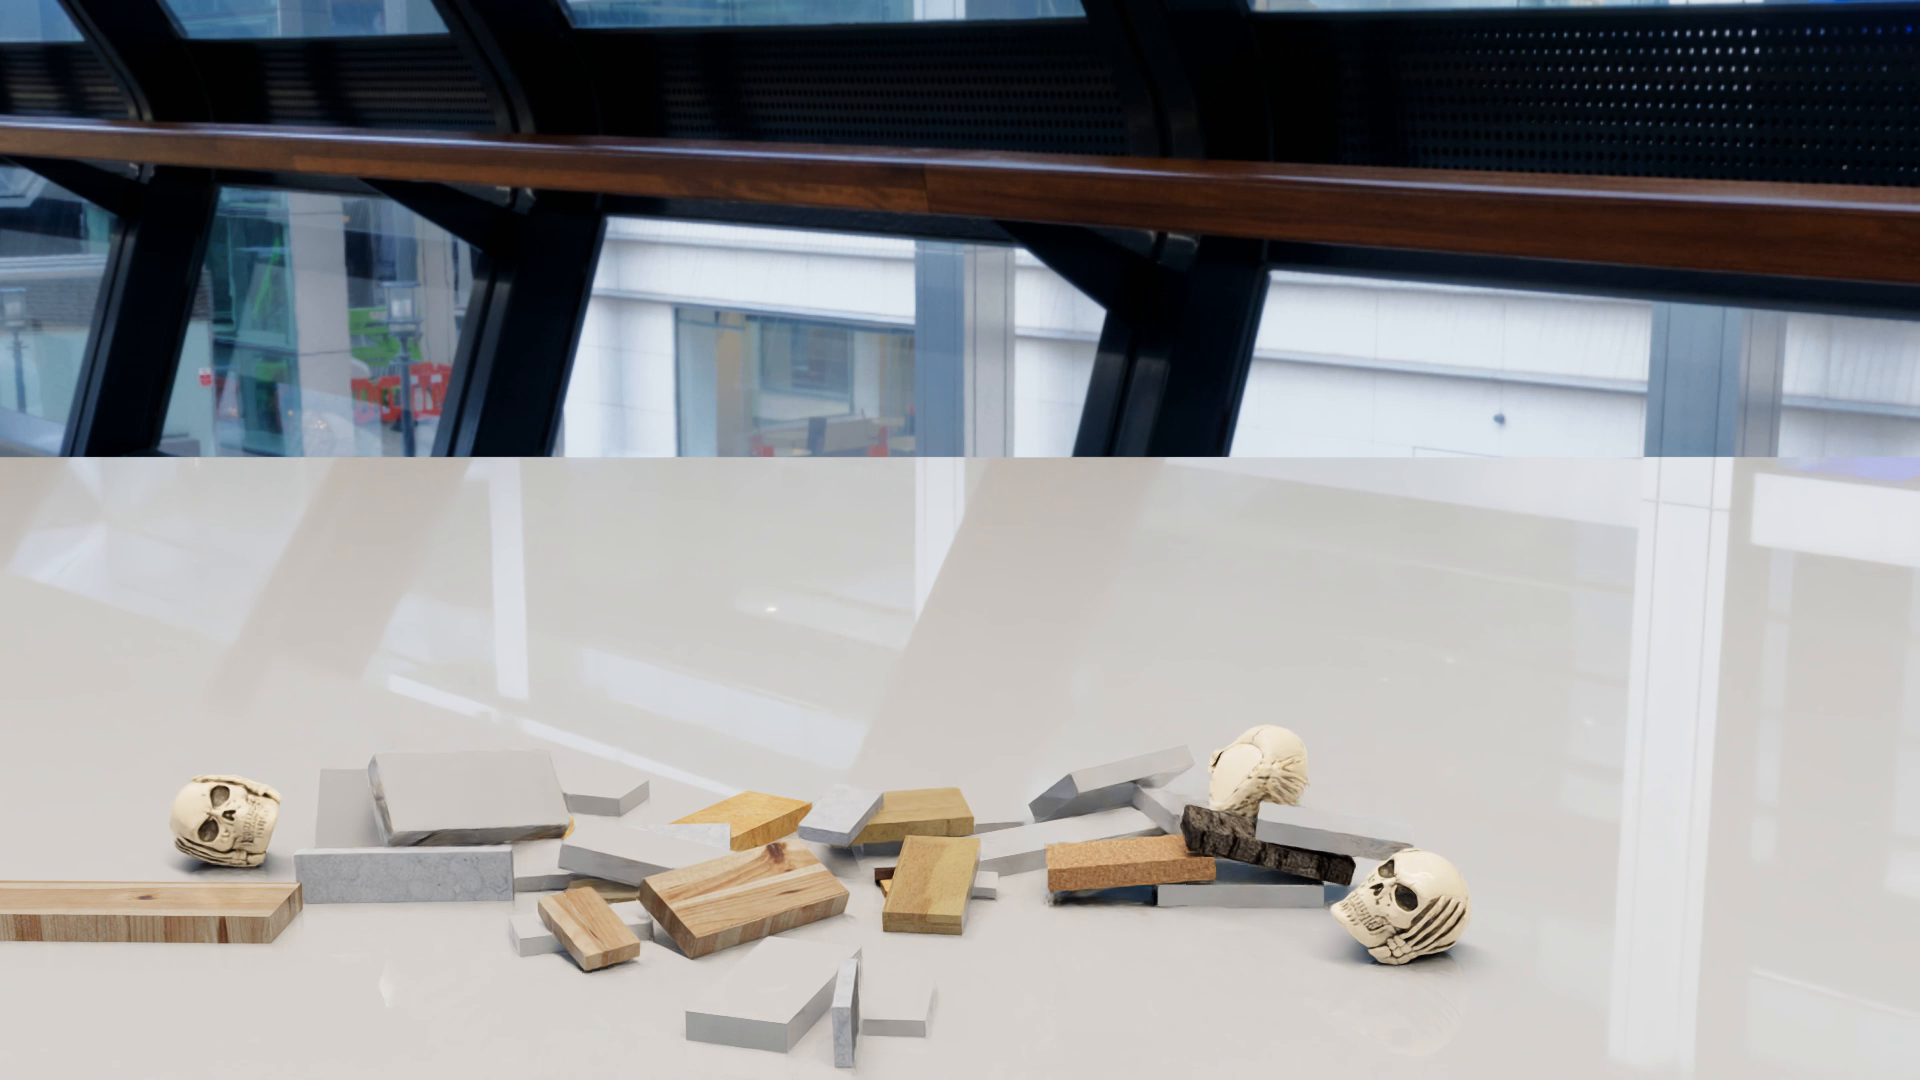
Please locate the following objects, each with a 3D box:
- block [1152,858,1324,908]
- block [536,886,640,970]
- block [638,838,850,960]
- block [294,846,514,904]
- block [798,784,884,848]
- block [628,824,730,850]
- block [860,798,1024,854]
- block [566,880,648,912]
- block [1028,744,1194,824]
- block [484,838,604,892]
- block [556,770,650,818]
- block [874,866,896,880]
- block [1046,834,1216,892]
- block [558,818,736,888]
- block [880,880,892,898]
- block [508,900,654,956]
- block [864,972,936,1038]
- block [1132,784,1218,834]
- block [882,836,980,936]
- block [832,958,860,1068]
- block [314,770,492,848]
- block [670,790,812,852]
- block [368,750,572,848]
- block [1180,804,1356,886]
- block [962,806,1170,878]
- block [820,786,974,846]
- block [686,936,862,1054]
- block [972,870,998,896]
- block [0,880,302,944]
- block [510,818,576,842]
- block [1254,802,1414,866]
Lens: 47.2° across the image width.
[{"bbox_3d":[0.460,0.571,3.666,0.273,0.039,0.136,0,11,1],"label":"block"},{"bbox_3d":[-0.576,0.599,3.403,0.091,0.026,0.182,-10,26,-32],"label":"block"},{"bbox_3d":[-0.342,0.568,3.512,0.304,0.043,0.152,-9,37,-42],"label":"block"},{"bbox_3d":[-0.915,0.552,3.628,0.351,0.088,0.025,0,14,-2],"label":"block"},{"bbox_3d":[-0.206,0.476,3.816,0.091,0.026,0.182,7,19,16],"label":"block"},{"bbox_3d":[-0.481,0.531,3.764,0.175,0.088,0.025,-1,-33,-4],"label":"block"},{"bbox_3d":[-0.042,0.514,3.968,0.291,0.041,0.145,-2,11,-11],"label":"block"},{"bbox_3d":[-0.556,0.586,3.621,0.182,0.026,0.091,0,11,-2],"label":"block"},{"bbox_3d":[0.283,0.453,4.077,0.291,0.041,0.145,-8,-24,-38],"label":"block"},{"bbox_3d":[-0.699,0.549,3.722,0.209,0.030,0.104,-3,28,-11],"label":"block"},{"bbox_3d":[-0.846,0.472,4.206,0.492,0.036,0.127,3,11,17],"label":"block"},{"bbox_3d":[-0.090,0.563,3.727,0.109,0.015,0.054,-3,-3,-3],"label":"block"},{"bbox_3d":[0.281,0.535,3.658,0.273,0.039,0.136,-5,9,2],"label":"block"},{"bbox_3d":[-0.499,0.537,3.659,0.304,0.043,0.152,12,10,5],"label":"block"},{"bbox_3d":[-0.075,0.581,3.675,0.109,0.015,0.054,-2,11,-12],"label":"block"},{"bbox_3d":[-0.598,0.612,3.469,0.209,0.030,0.104,-4,11,-20],"label":"block"},{"bbox_3d":[-0.086,0.669,3.174,0.088,0.025,0.176,1,11,4],"label":"block"},{"bbox_3d":[0.404,0.494,3.950,0.126,0.036,0.252,12,3,-11],"label":"block"},{"bbox_3d":[-0.044,0.562,3.598,0.127,0.036,0.254,1,21,7],"label":"block"},{"bbox_3d":[-0.158,0.657,3.064,0.025,0.088,0.176,-1,11,1],"label":"block"},{"bbox_3d":[-0.946,0.478,3.801,0.314,0.157,0.044,2,-27,-11],"label":"block"},{"bbox_3d":[-0.409,0.517,3.948,0.145,0.041,0.291,6,12,31],"label":"block"},{"bbox_3d":[-0.834,0.437,3.744,0.314,0.044,0.157,2,49,-34],"label":"block"},{"bbox_3d":[0.509,0.506,3.651,0.273,0.039,0.136,13,9,-2],"label":"block"},{"bbox_3d":[0.152,0.535,3.866,0.439,0.036,0.126,-6,12,-29],"label":"block"},{"bbox_3d":[-0.114,0.487,3.888,0.254,0.036,0.127,-3,19,-12],"label":"block"},{"bbox_3d":[-0.266,0.656,3.195,0.152,0.043,0.304,3,11,17],"label":"block"},{"bbox_3d":[0.008,0.569,3.658,0.109,0.015,0.054,3,21,2],"label":"block"},{"bbox_3d":[-1.441,0.594,3.526,0.728,0.044,0.157,0,11,1],"label":"block"},{"bbox_3d":[-0.736,0.538,3.870,0.104,0.030,0.209,-1,11,-7],"label":"block"},{"bbox_3d":[0.617,0.482,3.625,0.252,0.036,0.126,8,8,9],"label":"block"}]
